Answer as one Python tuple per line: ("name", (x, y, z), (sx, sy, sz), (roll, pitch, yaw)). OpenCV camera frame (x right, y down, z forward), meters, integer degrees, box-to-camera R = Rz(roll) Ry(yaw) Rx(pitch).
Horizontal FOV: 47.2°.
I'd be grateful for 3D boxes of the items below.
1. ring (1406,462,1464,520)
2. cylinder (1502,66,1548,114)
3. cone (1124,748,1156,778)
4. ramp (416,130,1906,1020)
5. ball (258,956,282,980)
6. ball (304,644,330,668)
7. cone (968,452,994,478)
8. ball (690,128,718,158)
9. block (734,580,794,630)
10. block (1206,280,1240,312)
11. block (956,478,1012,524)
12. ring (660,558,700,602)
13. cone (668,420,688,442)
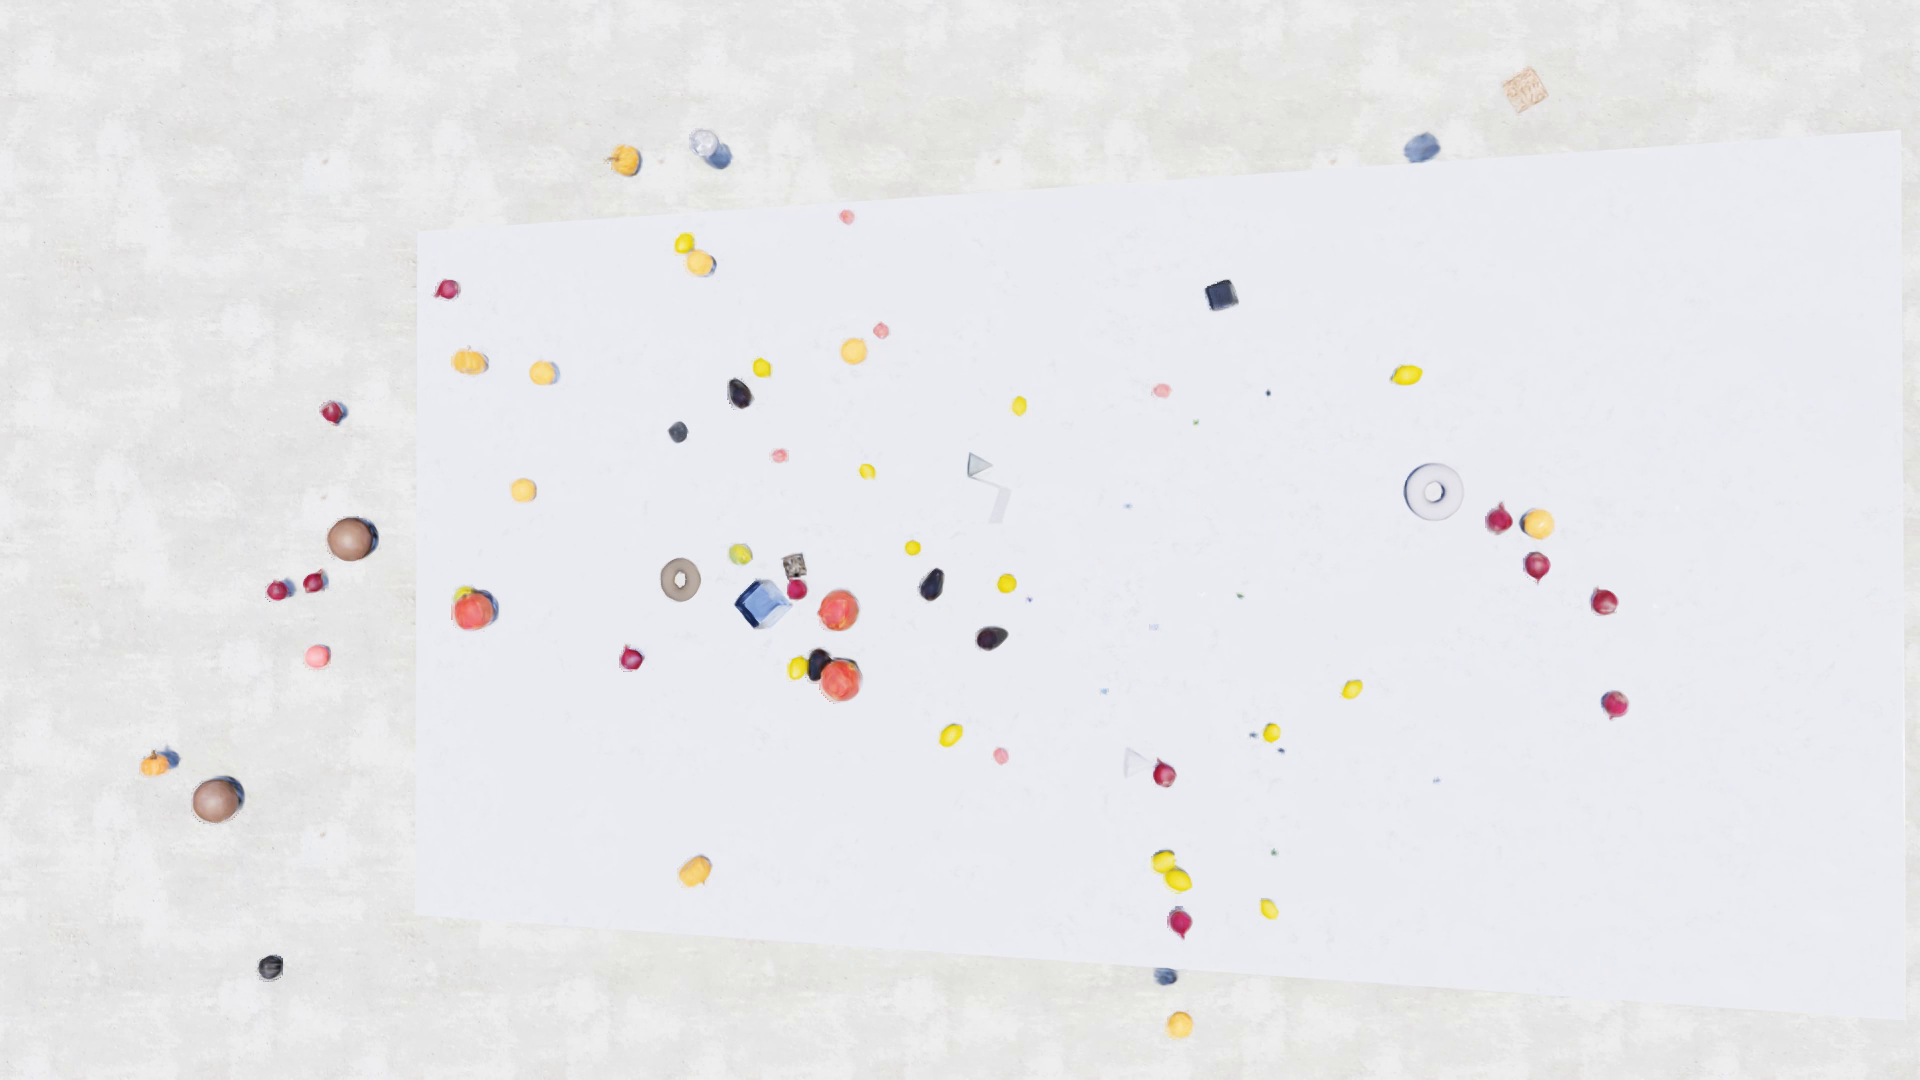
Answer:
("ring", (1.146, -0.116, 5.309), (0.141, 0.047, 0.141), (0, 89, 23))
("cylinder", (1.359, -1.081, 5.287), (0.082, 0.082, 0.082), (-28, 89, 23))
("cone", (0.460, 0.569, 5.583), (0.078, 0.078, 0.078), (4, 89, -5))
("ramp", (0.283, 0.087, 5.733), (4.000, 0.100, 2.000), (0, 89, 22))
("ball", (-2.033, 1.259, 6.479), (0.068, 0.068, 0.068), (0, 89, 0))
("ball", (-1.898, 0.344, 6.489), (0.070, 0.070, 0.070), (0, 89, 0))
("cone", (0.057, -0.196, 5.758), (0.067, 0.067, 0.067), (2, 89, -6))
("ball", (-0.722, -1.120, 6.208), (0.081, 0.081, 0.081), (0, 89, 0))
("block", (-0.533, 0.174, 5.956), (0.095, 0.095, 0.095), (-45, 74, 15))
("block", (0.657, -0.611, 5.505), (0.060, 0.060, 0.060), (-19, 82, 21))
("block", (0.063, -0.102, 5.719), (0.095, 0.095, 0.095), (20, 97, 21))
("ring", (-0.774, 0.109, 6.084), (0.121, 0.040, 0.121), (0, 90, 21))
("cone", (-0.795, -0.301, 6.085), (0.062, 0.062, 0.062), (0, 89, 22))
